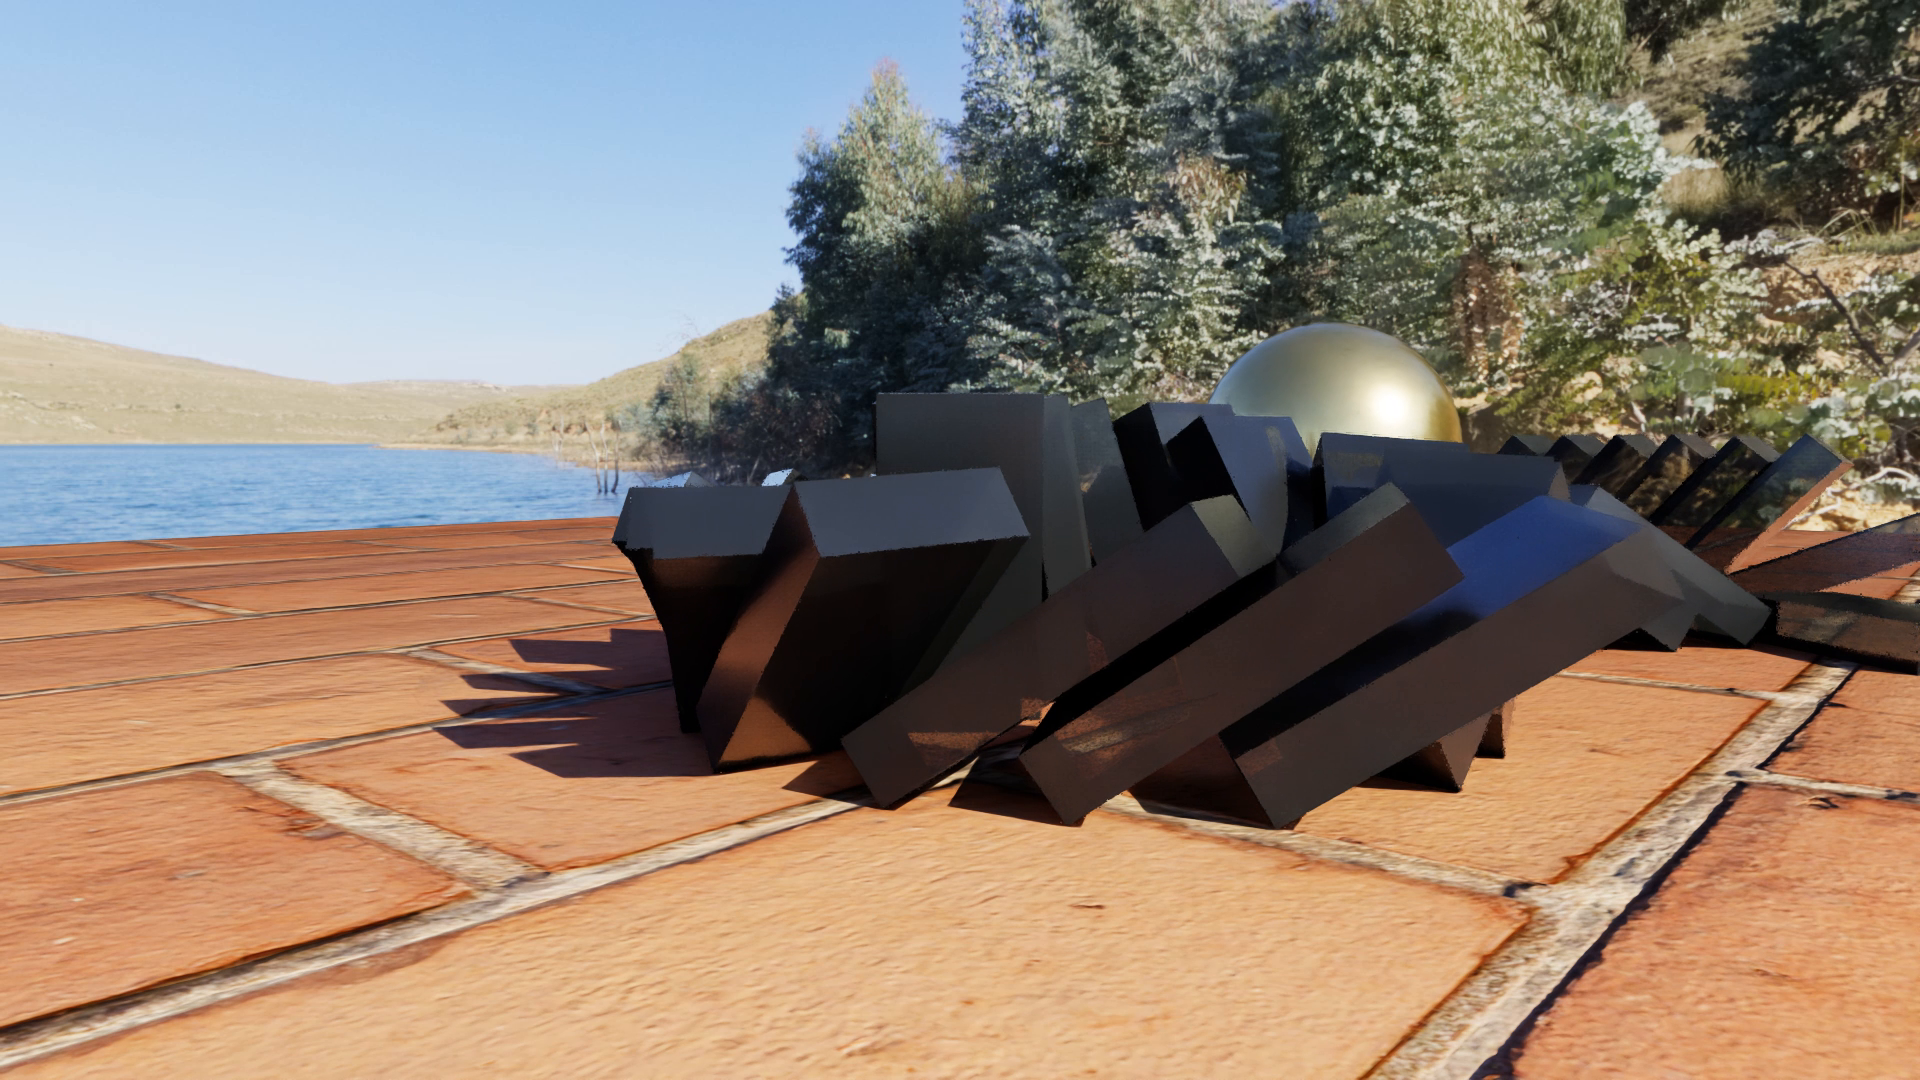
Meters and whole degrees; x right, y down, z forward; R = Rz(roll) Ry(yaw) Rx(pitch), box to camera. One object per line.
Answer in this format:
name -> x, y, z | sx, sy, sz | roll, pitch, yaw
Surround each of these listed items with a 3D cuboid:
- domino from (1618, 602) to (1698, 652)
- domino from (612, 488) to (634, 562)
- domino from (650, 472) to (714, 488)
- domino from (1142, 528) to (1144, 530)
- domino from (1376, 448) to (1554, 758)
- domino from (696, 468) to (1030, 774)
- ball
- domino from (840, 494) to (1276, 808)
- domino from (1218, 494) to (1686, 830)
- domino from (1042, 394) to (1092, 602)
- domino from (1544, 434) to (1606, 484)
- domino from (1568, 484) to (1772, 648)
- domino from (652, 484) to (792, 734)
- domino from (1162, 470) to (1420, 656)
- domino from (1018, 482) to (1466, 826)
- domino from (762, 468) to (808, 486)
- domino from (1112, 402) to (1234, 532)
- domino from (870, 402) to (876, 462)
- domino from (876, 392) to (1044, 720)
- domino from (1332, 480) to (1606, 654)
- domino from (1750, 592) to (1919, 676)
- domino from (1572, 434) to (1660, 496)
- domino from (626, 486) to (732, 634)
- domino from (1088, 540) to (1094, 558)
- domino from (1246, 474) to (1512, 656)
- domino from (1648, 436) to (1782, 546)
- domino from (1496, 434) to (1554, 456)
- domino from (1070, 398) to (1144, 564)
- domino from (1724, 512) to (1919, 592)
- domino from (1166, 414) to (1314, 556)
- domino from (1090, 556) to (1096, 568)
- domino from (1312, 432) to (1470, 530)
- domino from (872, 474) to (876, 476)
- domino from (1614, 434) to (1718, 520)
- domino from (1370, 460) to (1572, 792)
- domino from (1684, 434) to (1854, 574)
domino -> 0.125, 0.005, 0.269 | 0.050, 0.009, 0.025 | 31, -3, -13
domino -> -0.033, 0.009, 0.212 | 0.025, 0.010, 0.050 | 1, -30, 17
domino -> -0.035, 0.006, 0.239 | 0.050, 0.009, 0.025 | 34, -18, -23
domino -> 0.050, 0.003, 0.264 | 0.050, 0.010, 0.025 | 36, -1, -8
domino -> 0.072, 0.007, 0.192 | 0.025, 0.010, 0.050 | 6, 49, 30
domino -> -0.014, 0.011, 0.156 | 0.025, 0.010, 0.050 | -6, -32, -29
ball -> 0.115, -0.028, 0.402 | 0.080, 0.080, 0.080 | 0, 4, 0
domino -> 0.012, 0.013, 0.153 | 0.050, 0.009, 0.025 | -36, -9, 20
domino -> 0.054, 0.013, 0.151 | 0.050, 0.009, 0.025 | -31, 9, 5
domino -> 0.012, 0.000, 0.230 | 0.010, 0.050, 0.025 | -13, 10, -26
domino -> 0.151, -0.006, 0.342 | 0.025, 0.050, 0.010 | -5, 45, -48
domino -> 0.143, 0.005, 0.273 | 0.050, 0.010, 0.025 | 31, -3, -13
domino -> -0.026, 0.011, 0.172 | 0.025, 0.010, 0.050 | -3, -31, -10
domino -> 0.067, 0.004, 0.265 | 0.050, 0.009, 0.025 | 36, -1, -8
domino -> 0.032, 0.012, 0.148 | 0.050, 0.010, 0.025 | -36, -2, 16
domino -> -0.017, 0.005, 0.250 | 0.050, 0.009, 0.025 | 35, -10, -15
domino -> 0.046, 0.000, 0.235 | 0.025, 0.050, 0.010 | -4, -16, -43
domino -> 0.000, 0.001, 0.215 | 0.025, 0.050, 0.010 | 1, 16, 16
domino -> 0.000, 0.002, 0.199 | 0.025, 0.050, 0.009 | 0, 8, 0
domino -> 0.105, 0.005, 0.268 | 0.050, 0.010, 0.025 | 32, 0, -8
domino -> 0.186, 0.018, 0.261 | 0.025, 0.010, 0.050 | 0, 4, -6
domino -> 0.160, -0.005, 0.334 | 0.025, 0.050, 0.009 | -5, 45, -48
domino -> -0.031, 0.010, 0.191 | 0.025, 0.010, 0.050 | -1, -31, 0
domino -> 0.035, 0.004, 0.265 | 0.050, 0.009, 0.025 | 36, -1, -9
domino -> 0.086, 0.005, 0.266 | 0.050, 0.009, 0.025 | 34, 0, -8
domino -> 0.179, -0.004, 0.318 | 0.025, 0.050, 0.009 | -5, 46, -48
domino -> 0.142, -0.006, 0.350 | 0.025, 0.050, 0.009 | -5, 45, -48
domino -> 0.029, 0.000, 0.236 | 0.009, 0.050, 0.025 | -16, 3, 7
domino -> 0.202, 0.005, 0.294 | 0.050, 0.009, 0.025 | -26, -17, 35
domino -> 0.057, 0.002, 0.223 | 0.025, 0.050, 0.010 | -3, -26, -39
domino -> 0.019, 0.005, 0.261 | 0.050, 0.009, 0.025 | 35, -1, -9
domino -> 0.072, 0.004, 0.211 | 0.025, 0.050, 0.010 | 5, -39, 5
domino -> 0.002, 0.005, 0.256 | 0.050, 0.009, 0.025 | 35, -3, -12
domino -> 0.170, -0.004, 0.326 | 0.025, 0.050, 0.009 | -5, 45, -48
domino -> 0.063, 0.009, 0.176 | 0.025, 0.010, 0.050 | 4, 47, 43
domino -> 0.189, -0.003, 0.309 | 0.025, 0.050, 0.009 | -1, 45, -50
